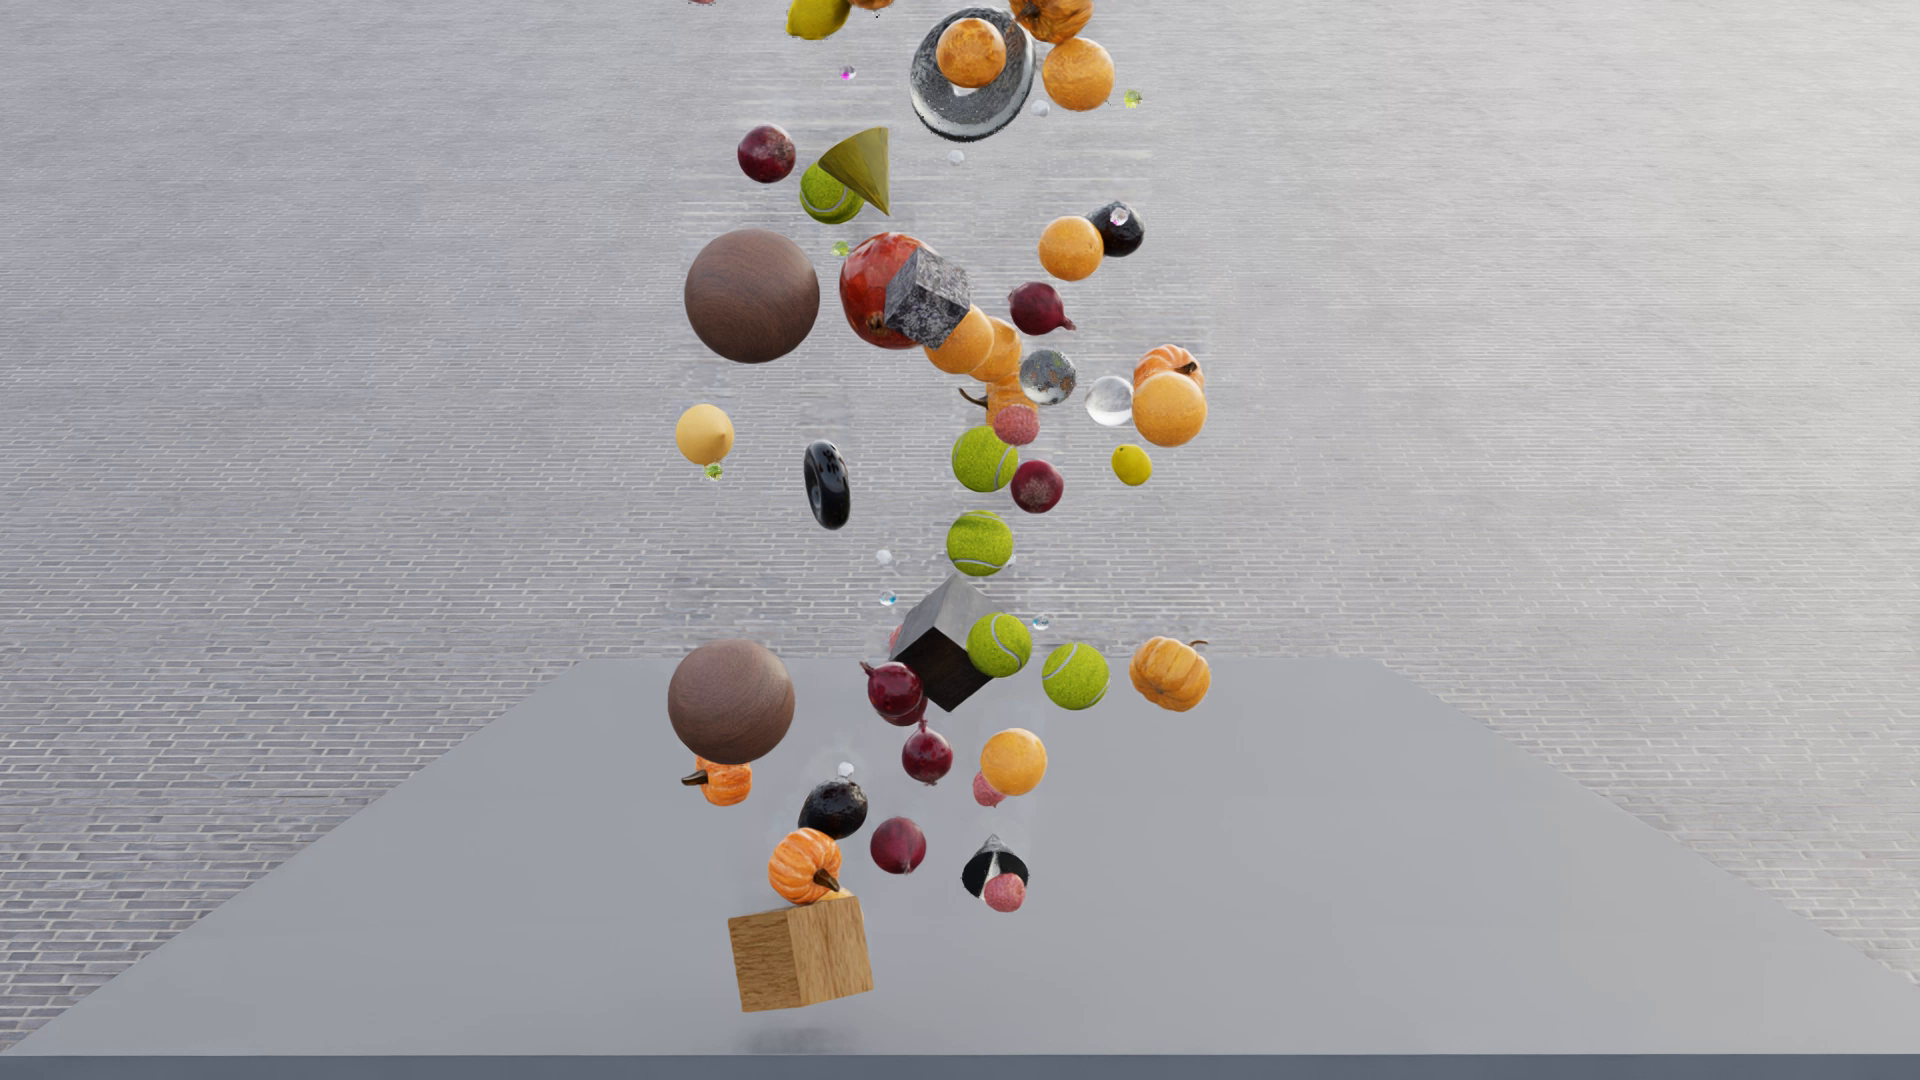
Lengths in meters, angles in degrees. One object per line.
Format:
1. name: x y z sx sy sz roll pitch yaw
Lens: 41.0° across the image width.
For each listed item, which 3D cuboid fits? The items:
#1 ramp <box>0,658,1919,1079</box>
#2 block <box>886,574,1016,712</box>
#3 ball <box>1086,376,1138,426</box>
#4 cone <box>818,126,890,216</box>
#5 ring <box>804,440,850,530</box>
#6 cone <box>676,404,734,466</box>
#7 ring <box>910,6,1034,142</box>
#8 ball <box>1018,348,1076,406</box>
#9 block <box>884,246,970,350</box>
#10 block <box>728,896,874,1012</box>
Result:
1. ramp: 0.050 0.454 4.532 2.000 0.100 4.000 0 3 0
2. block: -0.009 0.113 2.819 0.089 0.089 0.089 38 40 -14
3. ball: 0.166 -0.152 2.816 0.056 0.056 0.056 0 22 0
4. cone: -0.089 -0.359 2.576 0.080 0.080 0.080 -27 -7 -3
5. ring: -0.140 -0.058 2.710 0.033 0.098 0.098 -11 24 -15
6. cone: -0.251 -0.108 2.625 0.063 0.063 0.063 -10 5 -23
7. ring: 0.012 -0.488 2.693 0.147 0.147 0.049 15 -3 33
8. ball: 0.083 -0.154 2.426 0.054 0.054 0.054 0 22 0
9. block: -0.031 -0.227 2.419 0.058 0.058 0.058 25 39 -21
10. block: -0.162 0.420 2.607 0.096 0.096 0.096 -5 -8 -44
